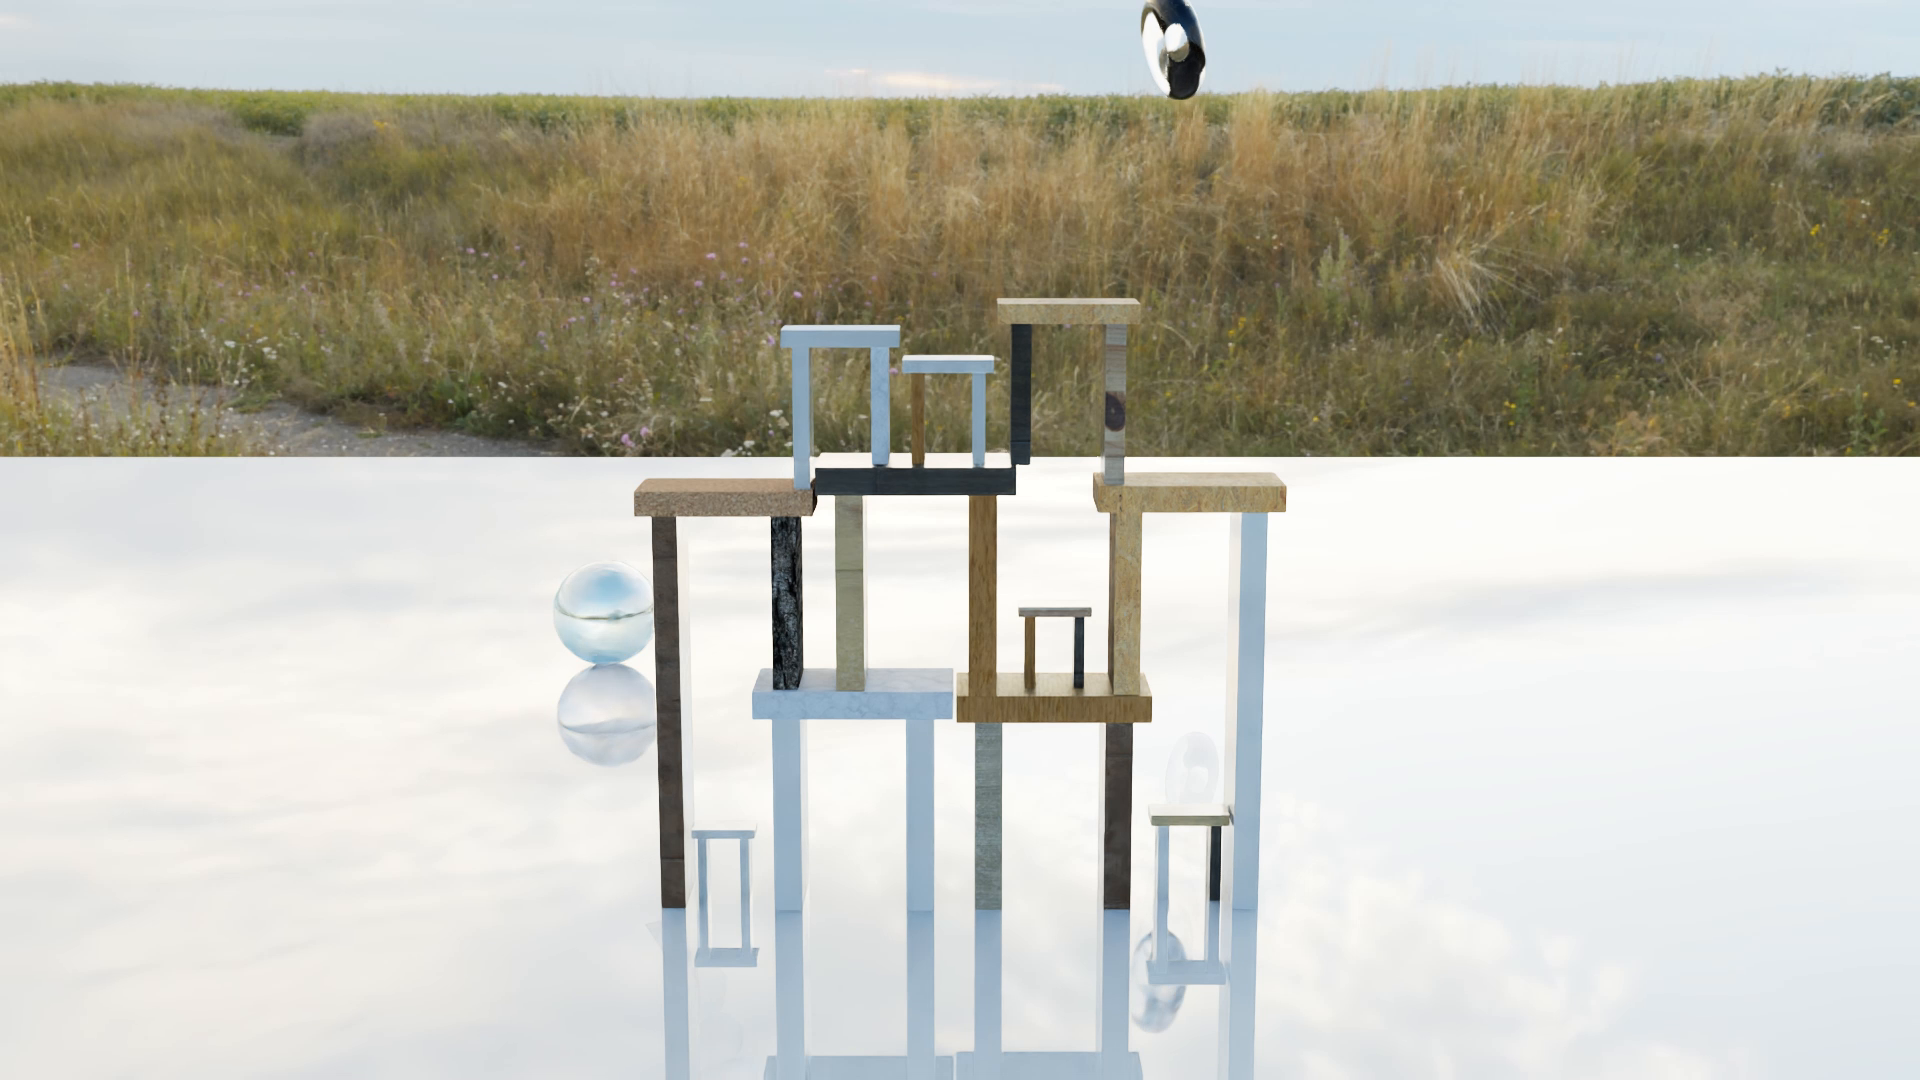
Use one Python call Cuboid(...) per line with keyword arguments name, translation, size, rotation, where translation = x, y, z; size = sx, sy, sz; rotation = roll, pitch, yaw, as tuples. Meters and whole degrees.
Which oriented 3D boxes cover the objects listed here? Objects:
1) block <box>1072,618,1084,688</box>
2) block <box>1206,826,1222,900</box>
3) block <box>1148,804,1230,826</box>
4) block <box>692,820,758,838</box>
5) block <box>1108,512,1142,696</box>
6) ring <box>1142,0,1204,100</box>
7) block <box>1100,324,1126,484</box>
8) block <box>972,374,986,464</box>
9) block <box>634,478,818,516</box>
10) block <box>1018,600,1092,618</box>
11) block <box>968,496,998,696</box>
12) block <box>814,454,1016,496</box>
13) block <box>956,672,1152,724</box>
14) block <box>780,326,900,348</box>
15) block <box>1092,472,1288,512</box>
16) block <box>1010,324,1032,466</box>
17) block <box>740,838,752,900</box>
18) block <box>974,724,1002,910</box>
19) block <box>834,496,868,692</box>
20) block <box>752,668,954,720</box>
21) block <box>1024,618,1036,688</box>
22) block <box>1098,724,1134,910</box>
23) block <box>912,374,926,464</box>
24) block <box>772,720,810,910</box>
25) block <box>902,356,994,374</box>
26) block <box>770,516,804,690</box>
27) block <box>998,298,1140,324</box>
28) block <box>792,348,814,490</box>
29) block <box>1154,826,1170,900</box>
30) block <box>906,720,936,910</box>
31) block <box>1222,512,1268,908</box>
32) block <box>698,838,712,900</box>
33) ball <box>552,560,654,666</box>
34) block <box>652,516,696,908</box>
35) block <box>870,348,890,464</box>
Cuboid(name="block", translation=(0.193, 0.178, 3.594), size=(0.017, 0.119, 0.059), rotation=(0, 11, 0))
Cuboid(name="block", translation=(0.421, 0.527, 3.655), size=(0.018, 0.129, 0.064), rotation=(0, 11, 0))
Cuboid(name="block", translation=(0.378, 0.455, 3.641), size=(0.129, 0.018, 0.064), rotation=(0, 11, 0))
Cuboid(name="block", translation=(-0.390, 0.480, 3.647), size=(0.104, 0.015, 0.052), rotation=(0, 11, 0))
Cuboid(name="block", translation=(0.268, 0.090, 3.578), size=(0.042, 0.298, 0.149), rotation=(0, 11, 0))
Cuboid(name="ring", translation=(0.651, -1.516, 6.721), size=(0.115, 0.345, 0.345), rotation=(-16, 13, -9))
Cuboid(name="block", translation=(0.245, -0.223, 3.520), size=(0.032, 0.254, 0.112), rotation=(0, 11, 0))
Cuboid(name="block", translation=(0.030, -0.199, 3.518), size=(0.021, 0.145, 0.072), rotation=(0, 11, 0))
Cuboid(name="block", translation=(-0.375, -0.069, 3.547), size=(0.283, 0.040, 0.141), rotation=(0, 11, 0))
Cuboid(name="block", translation=(0.154, 0.111, 3.582), size=(0.119, 0.017, 0.059), rotation=(0, 11, 0))
Cuboid(name="block", translation=(0.036, 0.076, 3.574), size=(0.045, 0.326, 0.159), rotation=(0, 11, 0))
Cuboid(name="block", translation=(-0.070, -0.106, 3.540), size=(0.318, 0.045, 0.159), rotation=(0, 11, 0))
Cuboid(name="block", translation=(0.151, 0.258, 3.609), size=(0.315, 0.045, 0.158), rotation=(0, 11, 0))
Cuboid(name="block", translation=(-0.189, -0.324, 3.499), size=(0.186, 0.026, 0.093), rotation=(0, 11, -1))
Cuboid(name="block", translation=(0.367, -0.077, 3.546), size=(0.298, 0.042, 0.149), rotation=(0, 11, 0))
Cuboid(name="block", translation=(0.097, -0.238, 3.517), size=(0.032, 0.223, 0.112), rotation=(0, 11, 0))
Cuboid(name="block", translation=(-0.356, 0.539, 3.658), size=(0.015, 0.104, 0.052), rotation=(0, 11, 0))
Cuboid(name="block", translation=(0.046, 0.435, 3.642), size=(0.045, 0.315, 0.158), rotation=(0, 11, 0))
Cuboid(name="block", translation=(-0.175, 0.072, 3.573), size=(0.045, 0.318, 0.159), rotation=(0, 11, 0))
Cuboid(name="block", translation=(-0.172, 0.251, 3.604), size=(0.322, 0.046, 0.161), rotation=(0, 11, 0))
Cuboid(name="block", translation=(0.114, 0.178, 3.594), size=(0.017, 0.119, 0.059), rotation=(0, 11, 0))
Cuboid(name="block", translation=(0.256, 0.435, 3.642), size=(0.045, 0.315, 0.158), rotation=(0, 11, 0))
Cuboid(name="block", translation=(-0.067, -0.199, 3.518), size=(0.021, 0.145, 0.072), rotation=(0, 11, 0))
Cuboid(name="block", translation=(-0.280, 0.432, 3.638), size=(0.046, 0.322, 0.161), rotation=(0, 11, 0))
Cuboid(name="block", translation=(-0.018, -0.280, 3.504), size=(0.145, 0.021, 0.072), rotation=(0, 11, 0))
Cuboid(name="block", translation=(-0.281, 0.089, 3.577), size=(0.040, 0.283, 0.141), rotation=(0, 11, 0))
Cuboid(name="block", translation=(0.171, -0.364, 3.494), size=(0.223, 0.032, 0.112), rotation=(0, 11, 0))
Cuboid(name="block", translation=(-0.251, -0.200, 3.522), size=(0.026, 0.226, 0.093), rotation=(0, 11, 0))
Cuboid(name="block", translation=(0.335, 0.527, 3.655), size=(0.018, 0.129, 0.064), rotation=(0, 11, 0))
Cuboid(name="block", translation=(-0.065, 0.432, 3.638), size=(0.046, 0.322, 0.161), rotation=(0, 11, 0))
Cuboid(name="block", translation=(0.466, 0.266, 3.611), size=(0.042, 0.658, 0.149), rotation=(0, 11, 0))
Cuboid(name="block", translation=(-0.425, 0.539, 3.658), size=(0.015, 0.104, 0.052), rotation=(0, 11, 0))
Cuboid(name="ball", translation=(-0.841, 0.172, 5.230), size=(0.252, 0.252, 0.252), rotation=(0, 11, 0))
Cuboid(name="block", translation=(-0.469, 0.270, 3.611), size=(0.040, 0.650, 0.141), rotation=(0, 11, 0))
Cuboid(name="block", translation=(-0.127, -0.220, 3.519), size=(0.026, 0.186, 0.093), rotation=(0, 11, 0))
